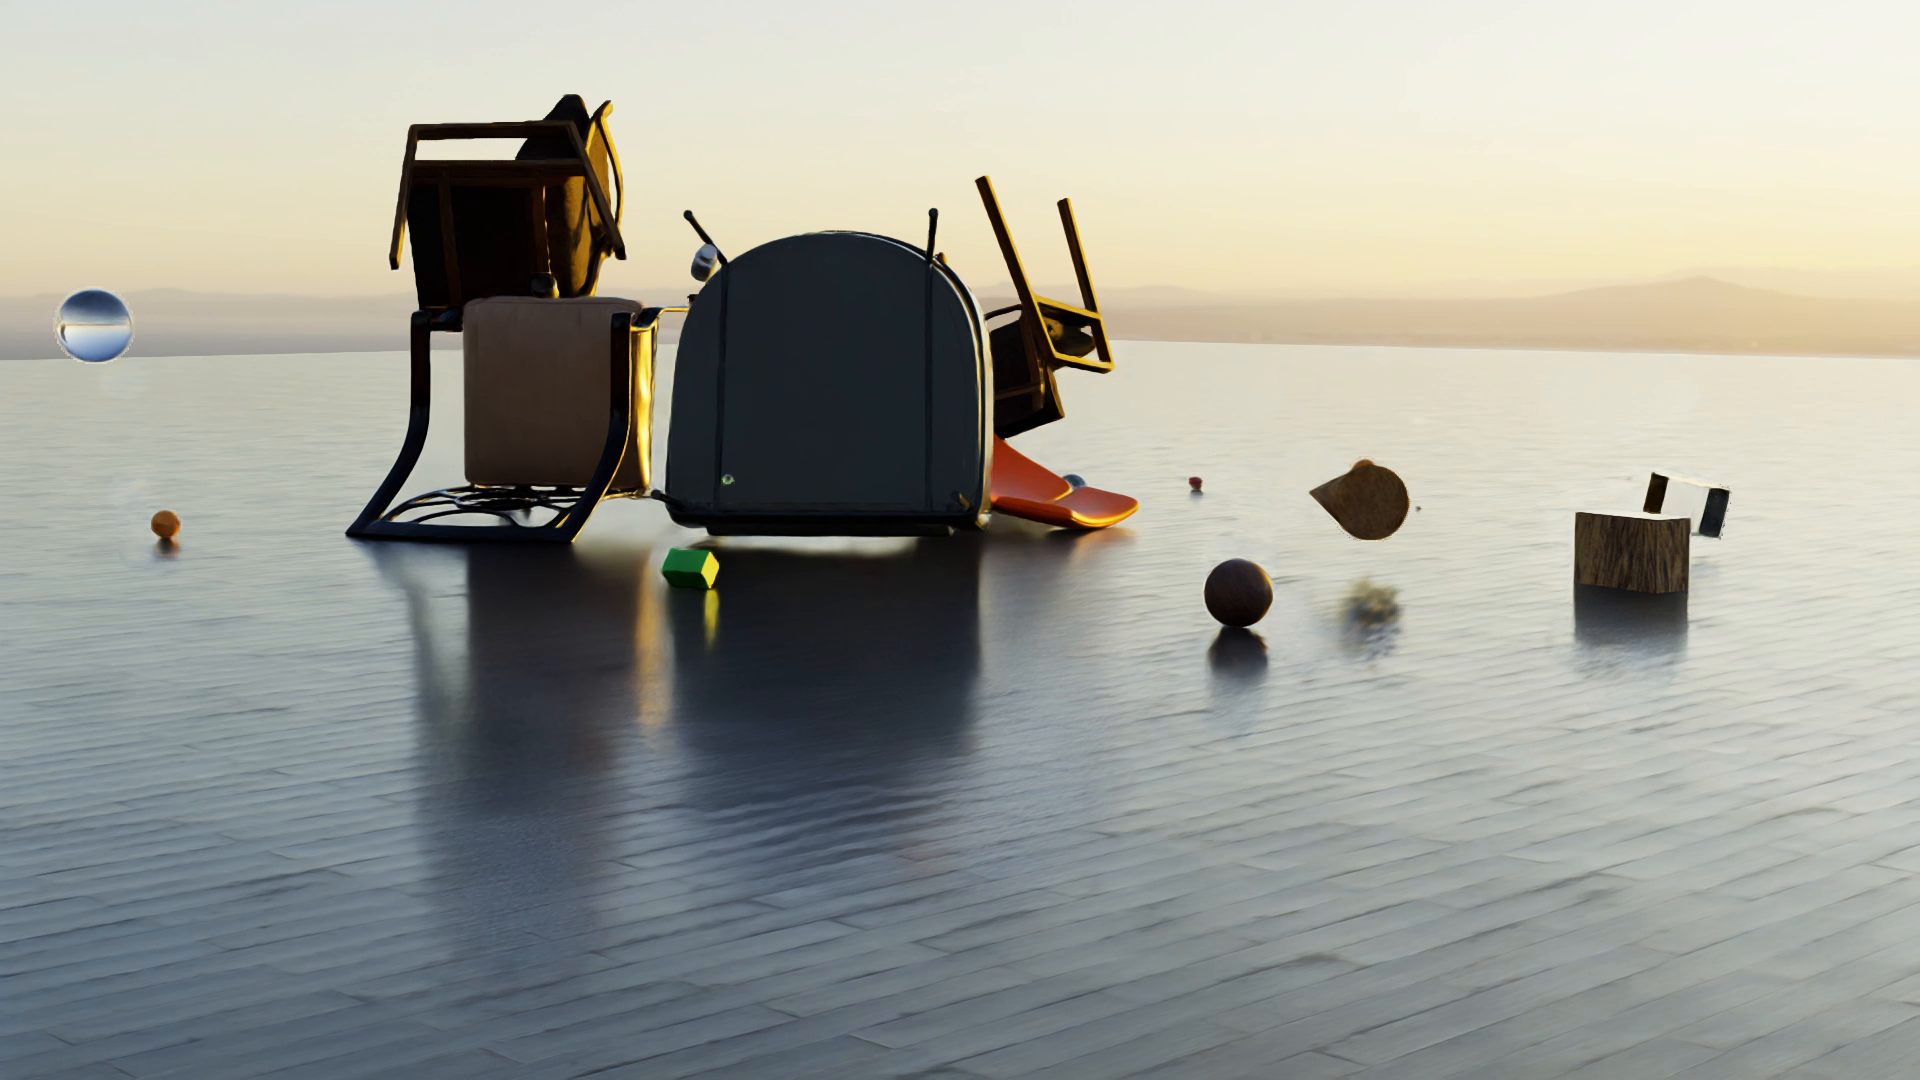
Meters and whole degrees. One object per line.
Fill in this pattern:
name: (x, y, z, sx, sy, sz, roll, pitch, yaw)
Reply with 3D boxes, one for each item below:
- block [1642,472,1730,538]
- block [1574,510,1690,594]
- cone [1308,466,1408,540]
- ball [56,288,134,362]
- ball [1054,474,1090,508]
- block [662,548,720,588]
block: (1.764, -0.083, 6.239, 0.128, 0.122, 0.141, 6, 10, -37)
block: (1.426, 0.022, 5.449, 0.098, 0.154, 0.231, -4, 7, -33)
cone: (0.880, -0.099, 5.954, 0.245, 0.174, 0.210, 8, 3, -37)
ball: (-2.081, -0.516, 6.169, 0.177, 0.177, 0.177, 0, 6, 0)
ball: (0.316, -0.138, 7.269, 0.099, 0.099, 0.099, 0, 6, 0)
block: (-0.572, 0.060, 5.440, 0.097, 0.058, 0.055, 3, -37, 23)
